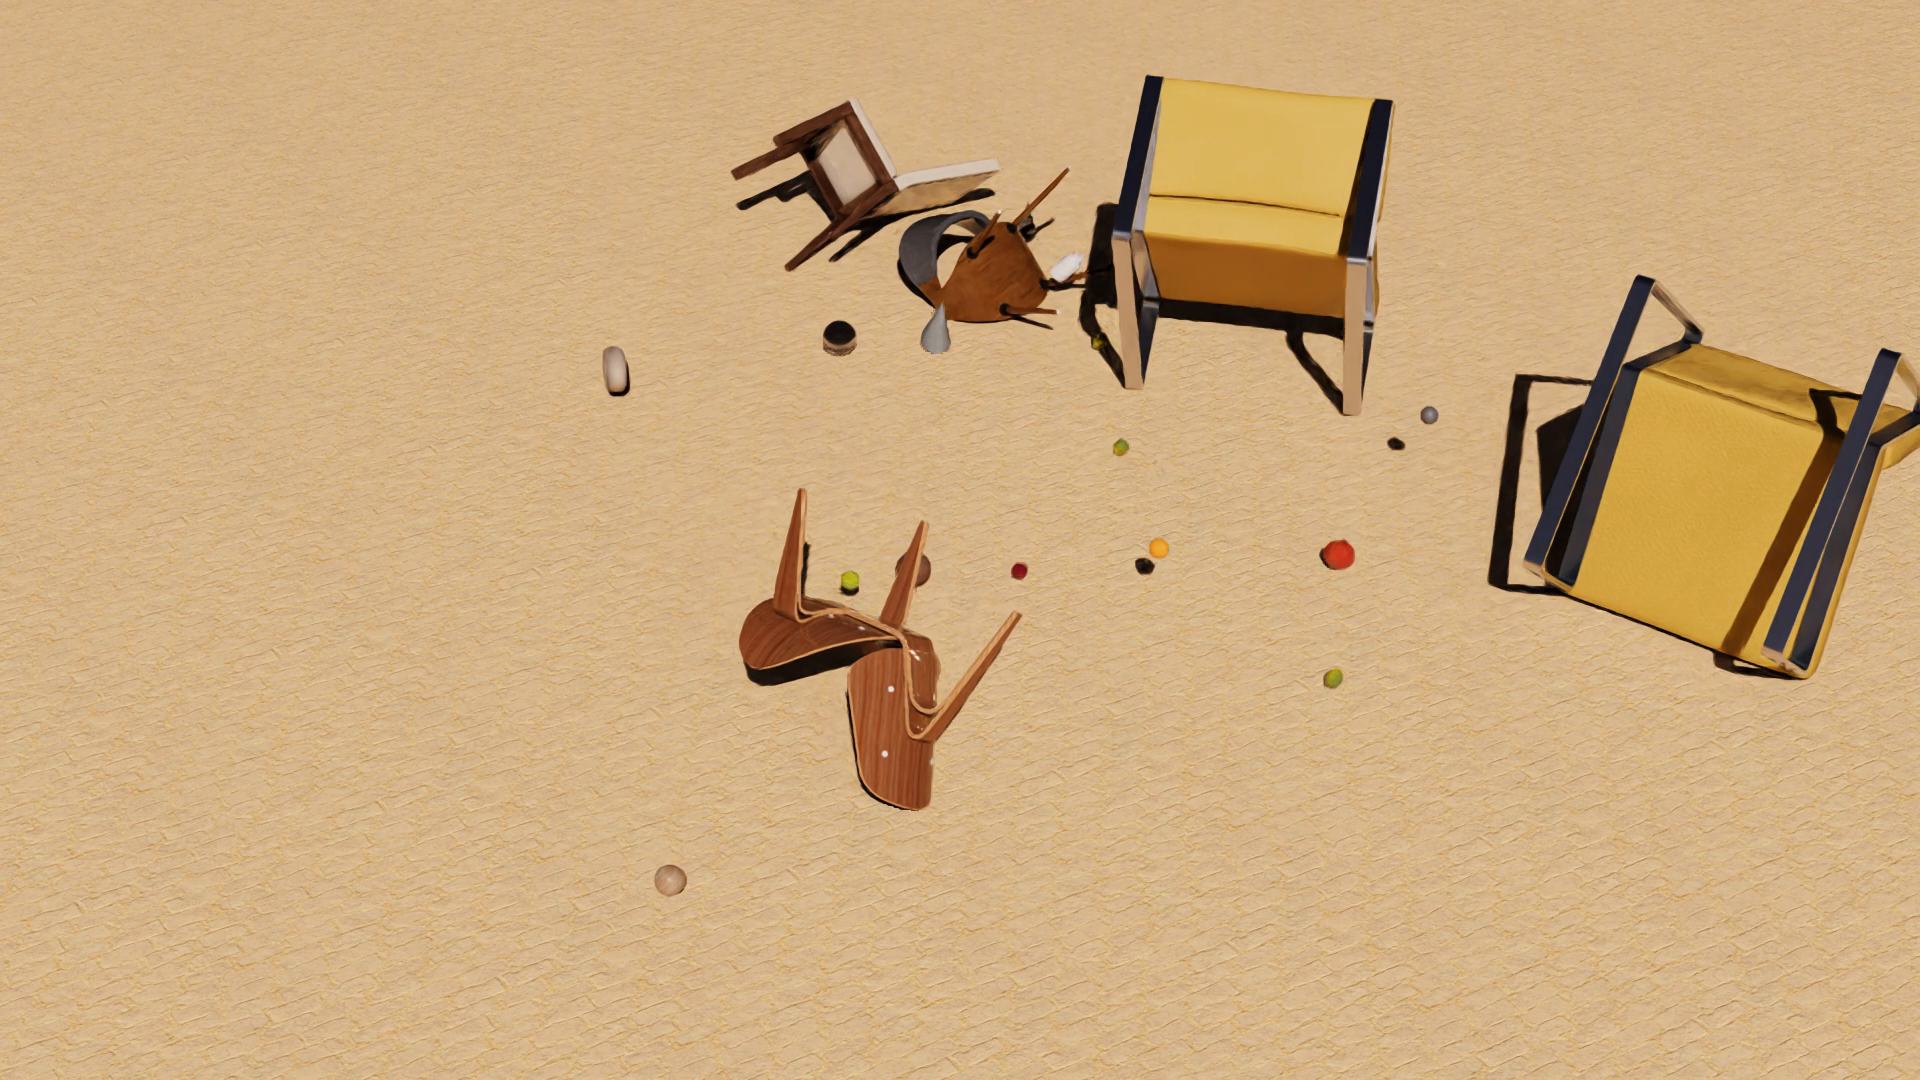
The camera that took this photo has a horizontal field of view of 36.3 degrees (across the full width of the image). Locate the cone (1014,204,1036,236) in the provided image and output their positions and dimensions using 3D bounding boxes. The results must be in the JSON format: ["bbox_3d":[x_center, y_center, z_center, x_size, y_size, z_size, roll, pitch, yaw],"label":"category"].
[{"bbox_3d":[0.292,-1.418,12.885,0.100,0.135,0.267,8,11,7],"label":"cone"}]

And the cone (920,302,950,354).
[{"bbox_3d":[-0.085,-0.904,12.088,0.125,0.215,0.172,3,47,-9],"label":"cone"}]

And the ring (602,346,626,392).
[{"bbox_3d":[-1.391,-0.686,11.805,0.079,0.180,0.360,-3,13,-10],"label":"ring"}]

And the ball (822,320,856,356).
[{"bbox_3d":[-0.497,-0.833,12.079,0.144,0.144,0.144,0,33,0],"label":"ball"}]

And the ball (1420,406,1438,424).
[{"bbox_3d":[1.742,-0.464,10.887,0.068,0.068,0.068,0,33,0],"label":"ball"}]

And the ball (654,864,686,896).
[{"bbox_3d":[-0.914,1.071,9.229,0.100,0.100,0.100,0,33,0],"label":"ball"}]
